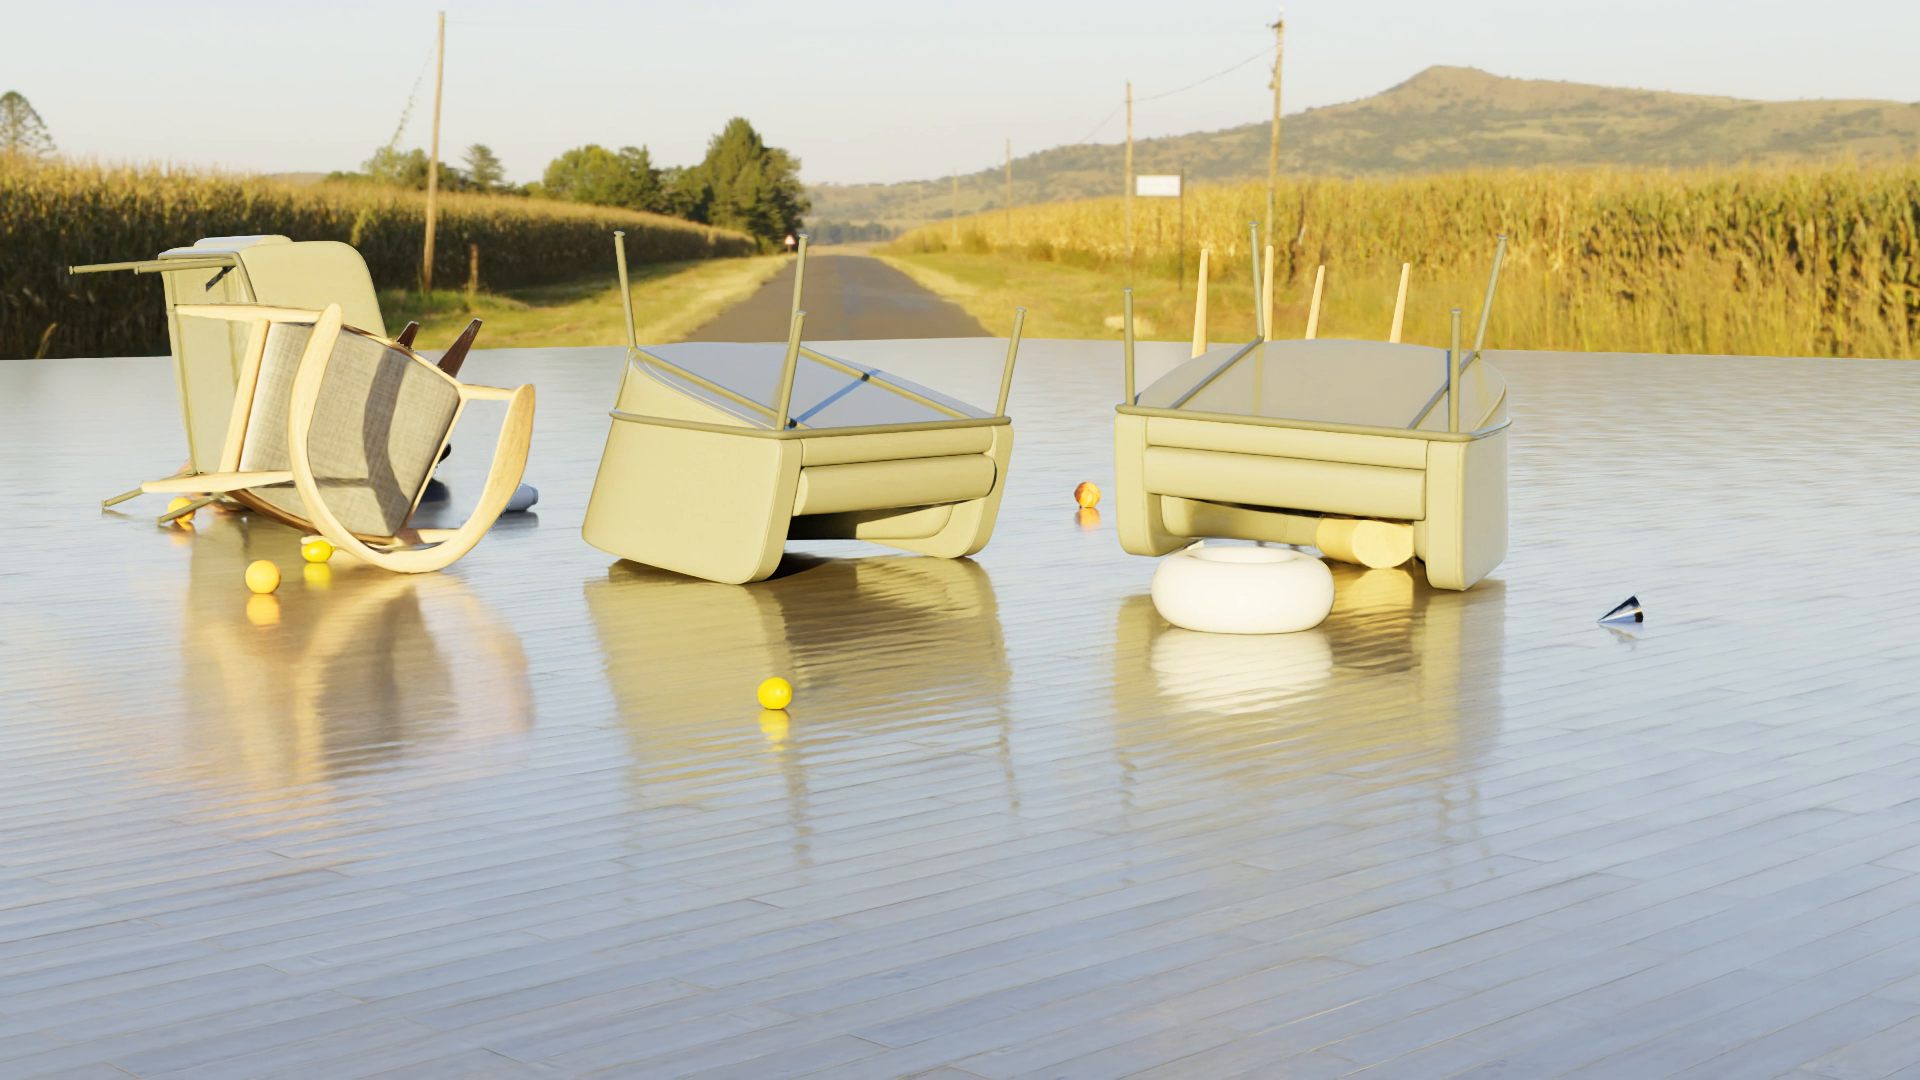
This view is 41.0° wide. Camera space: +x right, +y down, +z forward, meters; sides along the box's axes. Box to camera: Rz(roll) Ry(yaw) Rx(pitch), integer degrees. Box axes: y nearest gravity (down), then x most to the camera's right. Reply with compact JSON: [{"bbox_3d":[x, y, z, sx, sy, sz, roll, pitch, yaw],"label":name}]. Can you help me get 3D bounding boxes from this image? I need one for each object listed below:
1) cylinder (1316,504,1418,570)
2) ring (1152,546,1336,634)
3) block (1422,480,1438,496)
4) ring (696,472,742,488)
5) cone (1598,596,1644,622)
[{"bbox_3d":[0.926,-0.006,5.848,0.180,0.128,0.148,-6,14,-20],"label":"cylinder"},{"bbox_3d":[0.535,0.094,4.853,0.348,0.135,0.345,6,9,35],"label":"ring"},{"bbox_3d":[1.412,-0.157,7.715,0.037,0.044,0.035,3,7,30],"label":"block"},{"bbox_3d":[-0.752,-0.189,8.030,0.145,0.046,0.083,1,4,3],"label":"ring"},{"bbox_3d":[1.251,0.144,4.889,0.085,0.054,0.053,-18,10,-3],"label":"cone"}]
